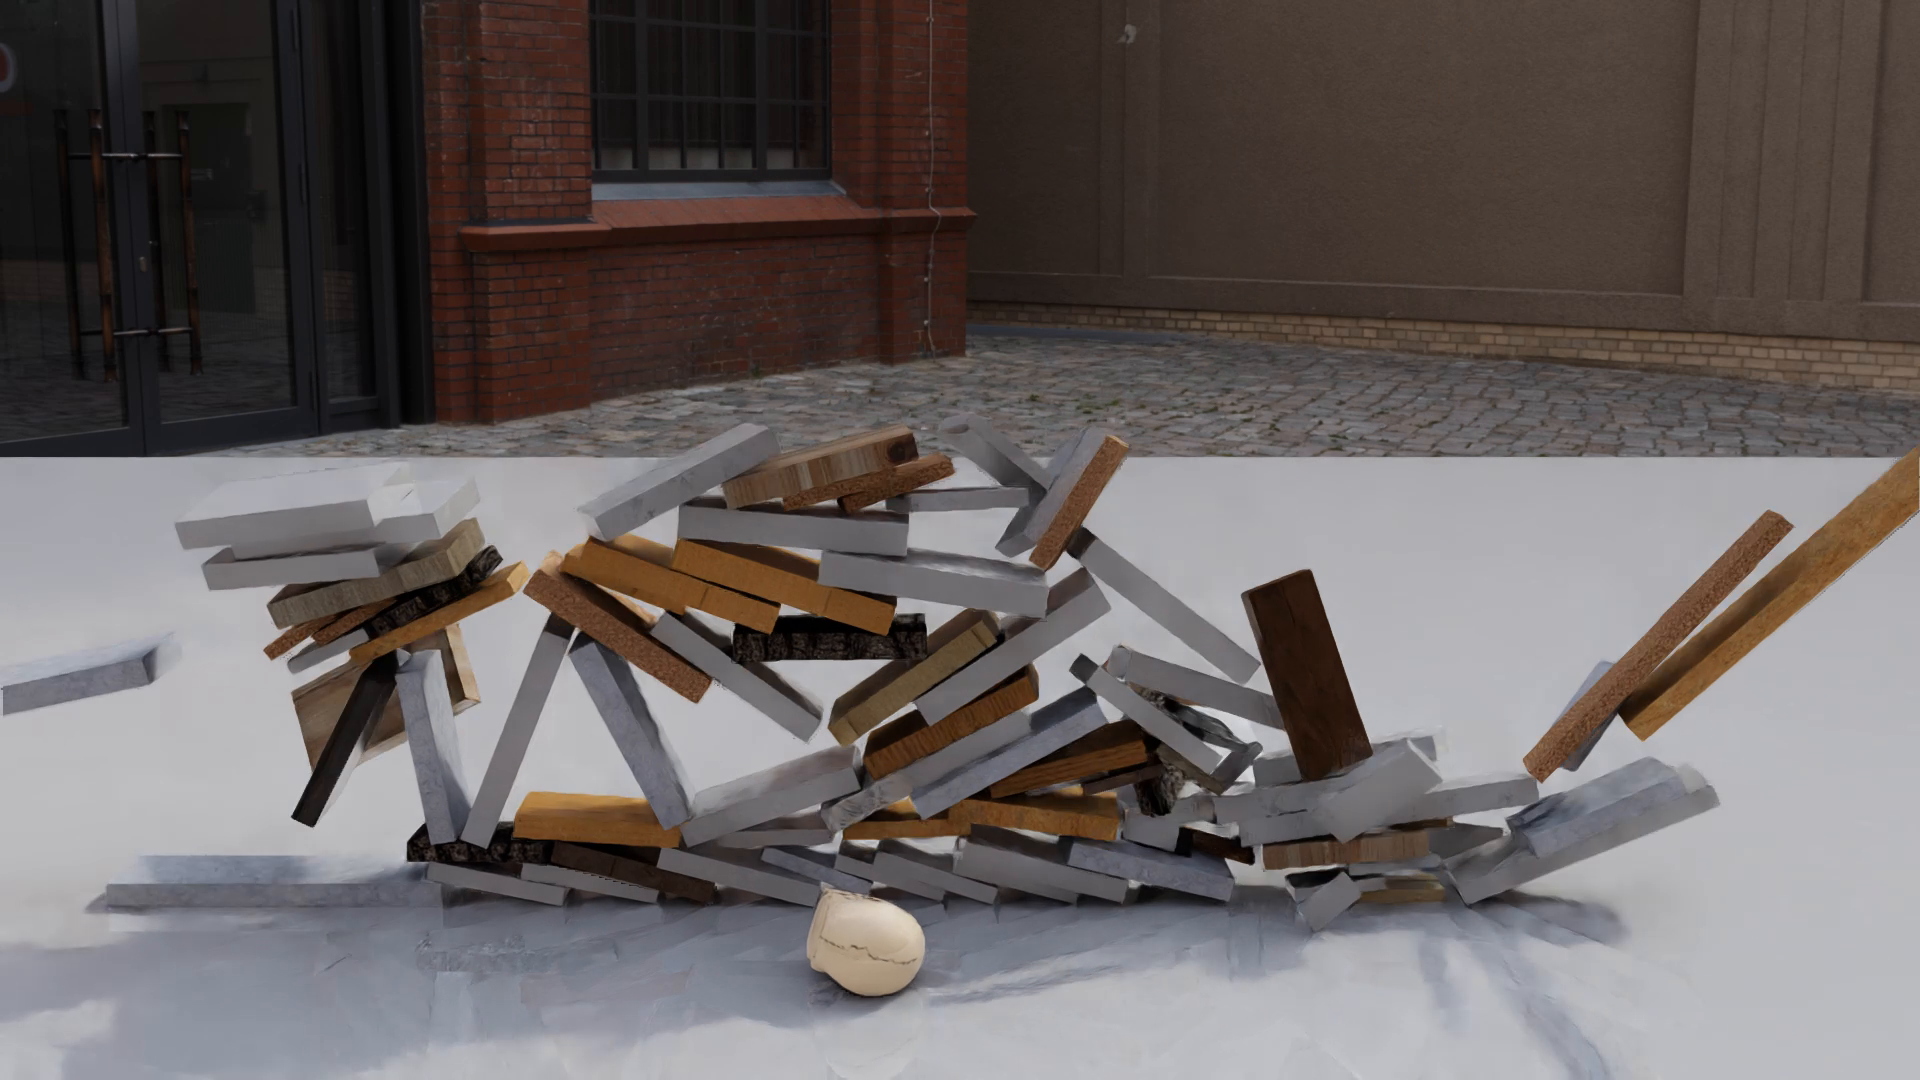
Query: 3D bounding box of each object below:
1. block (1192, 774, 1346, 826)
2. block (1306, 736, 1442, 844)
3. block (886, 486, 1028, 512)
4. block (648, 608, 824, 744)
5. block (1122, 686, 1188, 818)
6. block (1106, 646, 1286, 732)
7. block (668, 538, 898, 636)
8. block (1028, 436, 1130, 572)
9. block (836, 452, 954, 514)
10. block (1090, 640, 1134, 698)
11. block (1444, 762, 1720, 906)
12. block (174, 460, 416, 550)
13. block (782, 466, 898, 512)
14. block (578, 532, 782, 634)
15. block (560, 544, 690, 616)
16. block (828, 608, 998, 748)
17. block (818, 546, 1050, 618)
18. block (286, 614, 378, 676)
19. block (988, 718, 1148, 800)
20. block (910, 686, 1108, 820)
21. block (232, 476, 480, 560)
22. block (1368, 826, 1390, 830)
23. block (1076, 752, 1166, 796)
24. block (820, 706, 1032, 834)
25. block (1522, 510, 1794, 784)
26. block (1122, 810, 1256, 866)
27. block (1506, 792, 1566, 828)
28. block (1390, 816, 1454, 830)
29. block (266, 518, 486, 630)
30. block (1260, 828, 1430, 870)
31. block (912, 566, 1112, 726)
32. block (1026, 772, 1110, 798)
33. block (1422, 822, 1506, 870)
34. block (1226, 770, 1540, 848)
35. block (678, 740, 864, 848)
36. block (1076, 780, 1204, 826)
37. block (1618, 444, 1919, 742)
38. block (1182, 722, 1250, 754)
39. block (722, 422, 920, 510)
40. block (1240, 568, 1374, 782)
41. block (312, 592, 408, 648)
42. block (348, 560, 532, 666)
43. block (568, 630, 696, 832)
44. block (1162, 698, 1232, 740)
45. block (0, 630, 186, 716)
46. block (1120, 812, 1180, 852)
[{"bbox_3d":[0.557,0.425,3.686,0.304,0.043,0.152,-9,-2,-7],"label":"block"},{"bbox_3d":[0.661,0.401,3.513,0.196,0.098,0.028,-37,33,19],"label":"block"},{"bbox_3d":[-0.005,-0.066,3.548,0.207,0.029,0.103,-3,5,-25],"label":"block"},{"bbox_3d":[-0.361,0.208,3.585,0.307,0.043,0.153,36,6,-7],"label":"block"},{"bbox_3d":[0.361,0.377,4.025,0.049,0.174,0.347,-15,5,15],"label":"block"},{"bbox_3d":[0.445,0.261,3.665,0.384,0.049,0.174,18,-2,-6],"label":"block"},{"bbox_3d":[-0.278,0.060,3.536,0.358,0.051,0.179,18,9,-3],"label":"block"},{"bbox_3d":[0.192,-0.060,3.520,0.033,0.233,0.117,33,7,6],"label":"block"},{"bbox_3d":[-0.106,-0.092,3.527,0.184,0.026,0.092,-20,12,-9],"label":"block"},{"bbox_3d":[0.210,0.339,4.172,0.029,0.350,0.104,39,5,6],"label":"block"},{"bbox_3d":[1.026,0.487,3.649,0.438,0.038,0.133,-23,8,5],"label":"block"},{"bbox_3d":[-1.055,-0.056,3.495,0.330,0.047,0.165,-6,22,12],"label":"block"},{"bbox_3d":[-0.190,-0.089,3.482,0.184,0.026,0.092,-15,11,-1],"label":"block"},{"bbox_3d":[-0.443,0.060,3.523,0.319,0.045,0.160,20,9,-6],"label":"block"},{"bbox_3d":[-0.532,0.063,3.548,0.207,0.029,0.103,21,9,-1],"label":"block"},{"bbox_3d":[-0.075,0.215,3.593,0.307,0.043,0.153,-35,9,8],"label":"block"},{"bbox_3d":[-0.044,0.057,3.513,0.358,0.051,0.179,9,9,-3],"label":"block"},{"bbox_3d":[-1.024,0.168,3.624,0.163,0.023,0.081,-23,13,19],"label":"block"},{"bbox_3d":[0.172,0.359,3.627,0.260,0.037,0.130,-14,12,1],"label":"block"},{"bbox_3d":[0.075,0.344,3.576,0.336,0.037,0.130,-28,11,0],"label":"block"},{"bbox_3d":[-0.970,-0.036,3.527,0.365,0.043,0.153,-5,22,15],"label":"block"},{"bbox_3d":[0.728,0.500,4.046,0.137,0.039,0.274,1,11,7],"label":"block"},{"bbox_3d":[0.264,0.386,3.627,0.139,0.020,0.070,-15,11,-4],"label":"block"},{"bbox_3d":[-0.056,0.360,3.612,0.367,0.042,0.149,-28,10,5],"label":"block"},{"bbox_3d":[1.129,0.173,3.577,0.028,0.569,0.098,42,10,1],"label":"block"},{"bbox_3d":[0.386,0.502,3.709,0.233,0.013,0.046,17,22,-10],"label":"block"},{"bbox_3d":[0.950,0.445,3.629,0.095,0.014,0.048,-24,-5,-27],"label":"block"},{"bbox_3d":[0.766,0.469,3.649,0.095,0.014,0.048,-7,-3,27],"label":"block"},{"bbox_3d":[-0.946,0.053,3.571,0.320,0.045,0.160,-16,18,11],"label":"block"},{"bbox_3d":[0.632,0.508,3.632,0.266,0.038,0.133,-6,-3,6],"label":"block"},{"bbox_3d":[0.080,0.170,3.594,0.348,0.049,0.174,-33,9,3],"label":"block"},{"bbox_3d":[0.172,0.389,3.628,0.140,0.020,0.070,-15,11,-2],"label":"block"},{"bbox_3d":[0.848,0.527,3.777,0.165,0.082,0.023,5,-13,26],"label":"block"},{"bbox_3d":[0.702,0.448,3.680,0.496,0.043,0.152,-8,-2,-1],"label":"block"},{"bbox_3d":[-0.308,0.416,3.622,0.299,0.042,0.149,-19,11,3],"label":"block"},{"bbox_3d":[0.284,0.455,4.260,0.174,0.049,0.512,-4,11,-23],"label":"block"},{"bbox_3d":[1.449,-0.027,3.527,0.979,0.039,0.137,-44,1,12],"label":"block"},{"bbox_3d":[0.428,0.328,3.680,0.112,0.016,0.056,20,10,-40],"label":"block"},{"bbox_3d":[-0.225,-0.119,3.485,0.307,0.043,0.153,-15,11,-4],"label":"block"},{"bbox_3d":[0.559,0.217,3.541,0.117,0.319,0.033,-20,4,-16],"label":"block"},{"bbox_3d":[-0.977,0.116,3.602,0.163,0.023,0.081,-29,12,14],"label":"block"},{"bbox_3d":[-0.850,0.119,3.596,0.298,0.029,0.104,-24,14,10],"label":"block"},{"bbox_3d":[-0.531,0.299,3.580,0.046,0.328,0.164,-26,11,2],"label":"block"},{"bbox_3d":[0.395,0.297,3.658,0.112,0.016,0.056,24,8,-20],"label":"block"},{"bbox_3d":[-1.867,0.310,3.646,1.137,0.047,0.165,-12,12,2],"label":"block"},{"bbox_3d":[0.314,0.481,3.628,0.092,0.046,0.013,15,-14,-7],"label":"block"}]
